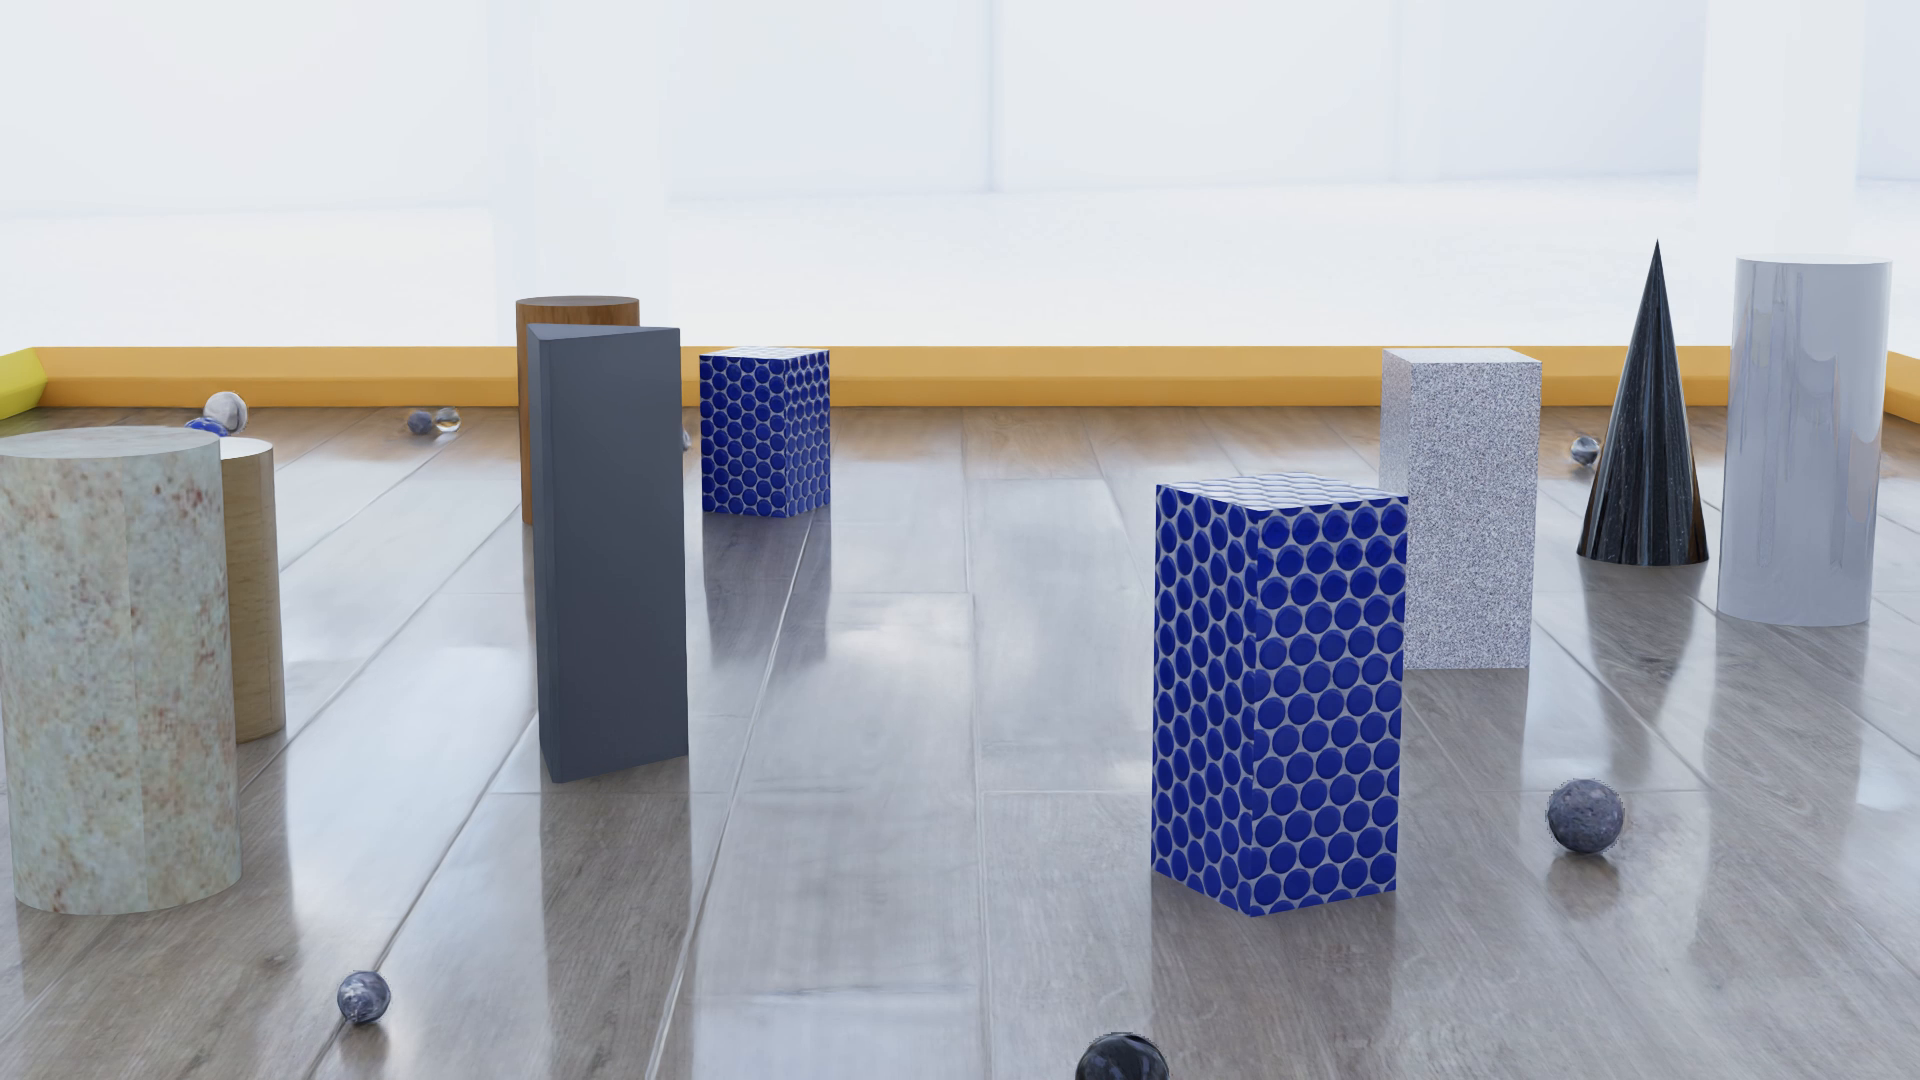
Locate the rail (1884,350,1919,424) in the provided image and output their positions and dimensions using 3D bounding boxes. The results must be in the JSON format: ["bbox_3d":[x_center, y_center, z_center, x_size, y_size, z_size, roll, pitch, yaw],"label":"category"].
[{"bbox_3d":[1.961,0.031,3.460,0.045,0.128,4.256,0,10,0],"label":"rail"}]

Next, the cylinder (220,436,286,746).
[{"bbox_3d":[-0.852,0.055,2.826,0.198,0.313,0.198,0,10,0],"label":"cylinder"}]

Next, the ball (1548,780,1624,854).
[{"bbox_3d":[0.585,0.259,2.401,0.069,0.069,0.069,0,10,0],"label":"ball"}]

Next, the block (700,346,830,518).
[{"bbox_3d":[-0.322,-0.182,4.257,0.158,0.260,0.158,5,11,24],"label":"block"}]

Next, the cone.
[{"bbox_3d":[1.030,-0.214,3.832,0.198,0.477,0.198,0,10,0],"label":"cone"}]

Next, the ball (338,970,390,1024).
[{"bbox_3d":[-0.459,0.352,1.975,0.040,0.040,0.040,0,10,0],"label":"ball"}]

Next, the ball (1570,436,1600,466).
[{"bbox_3d":[1.152,-0.164,4.730,0.052,0.052,0.052,0,10,0],"label":"ball"}]

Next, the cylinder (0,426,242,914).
[{"bbox_3d":[-0.752,0.111,2.288,0.198,0.401,0.198,0,10,0],"label":"cylinder"}]

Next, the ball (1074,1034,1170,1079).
[{"bbox_3d":[0.113,0.375,1.775,0.067,0.067,0.067,0,10,0],"label":"ball"}]

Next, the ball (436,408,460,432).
[{"bbox_3d":[-1.028,-0.241,5.150,0.050,0.050,0.050,0,10,0],"label":"ball"}]

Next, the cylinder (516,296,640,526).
[{"bbox_3d":[-0.613,-0.210,4.148,0.198,0.354,0.198,0,10,0],"label":"cylinder"}]

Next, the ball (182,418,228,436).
[{"bbox_3d":[-1.381,-0.177,4.685,0.093,0.093,0.093,0,10,0],"label":"ball"}]

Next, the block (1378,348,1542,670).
[{"bbox_3d":[0.614,-0.042,3.180,0.158,0.376,0.158,-1,11,-3],"label":"block"}]

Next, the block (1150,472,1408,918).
[{"bbox_3d":[0.283,0.132,2.294,0.158,0.357,0.158,-6,12,-28],"label":"block"}]

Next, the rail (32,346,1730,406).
[{"bbox_3d":[-0.012,-0.350,5.518,3.970,0.128,0.045,0,10,0],"label":"rail"}]

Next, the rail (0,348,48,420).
[{"bbox_3d":[-1.961,0.035,3.438,0.045,0.128,4.256,0,10,0],"label":"rail"}]

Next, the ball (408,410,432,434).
[{"bbox_3d":[-1.078,-0.235,5.121,0.048,0.048,0.048,0,10,0],"label":"ball"}]

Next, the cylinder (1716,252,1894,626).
[{"bbox_3d":[1.126,-0.138,3.425,0.198,0.475,0.198,0,10,0],"label":"cylinder"}]

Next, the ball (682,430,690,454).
[{"bbox_3d":[-0.534,-0.185,4.847,0.051,0.051,0.051,0,10,0],"label":"ball"}]

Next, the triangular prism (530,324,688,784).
[{"bbox_3d":[-0.404,0.005,2.704,0.171,0.457,0.148,-10,14,-43],"label":"triangular prism"}]

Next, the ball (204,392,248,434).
[{"bbox_3d":[-1.466,-0.254,5.122,0.085,0.085,0.085,0,10,0],"label":"ball"}]
